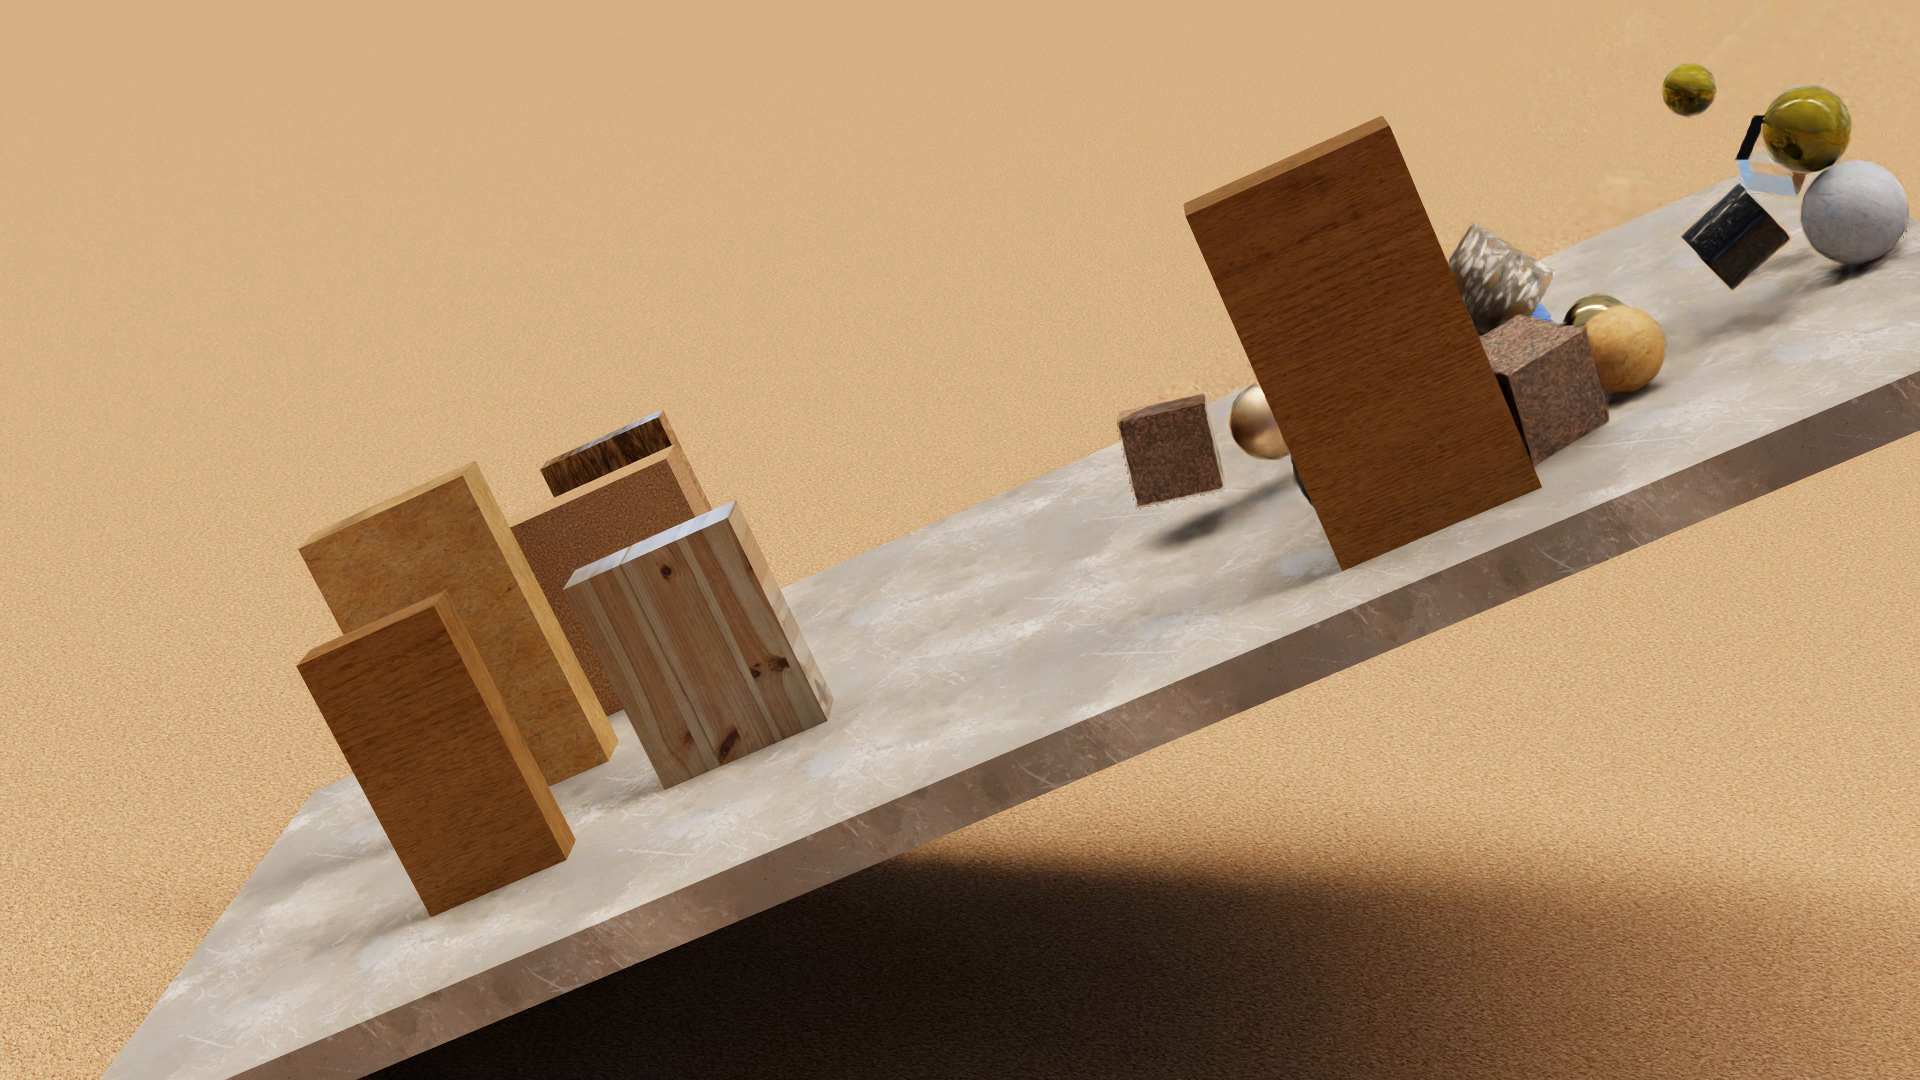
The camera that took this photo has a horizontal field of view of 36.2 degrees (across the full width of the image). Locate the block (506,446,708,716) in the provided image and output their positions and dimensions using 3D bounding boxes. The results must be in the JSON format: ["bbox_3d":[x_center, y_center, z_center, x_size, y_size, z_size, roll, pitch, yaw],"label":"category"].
[{"bbox_3d":[-0.763,0.103,6.874,0.439,0.502,0.136,-23,13,9],"label":"block"}]

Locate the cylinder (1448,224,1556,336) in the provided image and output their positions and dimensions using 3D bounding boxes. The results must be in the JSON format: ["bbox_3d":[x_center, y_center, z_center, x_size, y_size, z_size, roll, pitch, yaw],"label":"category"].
[{"bbox_3d":[1.082,-0.516,6.011,0.192,0.192,0.192,31,20,3],"label":"cylinder"}]

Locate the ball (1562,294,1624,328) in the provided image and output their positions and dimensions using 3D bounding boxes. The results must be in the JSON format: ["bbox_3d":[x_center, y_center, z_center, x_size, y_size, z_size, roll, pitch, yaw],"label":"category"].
[{"bbox_3d":[1.286,-0.425,5.930,0.143,0.143,0.143,0,15,0],"label":"ball"}]

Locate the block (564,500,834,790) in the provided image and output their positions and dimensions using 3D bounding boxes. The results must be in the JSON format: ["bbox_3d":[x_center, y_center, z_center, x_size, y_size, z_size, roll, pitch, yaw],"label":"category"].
[{"bbox_3d":[-0.535,0.217,6.066,0.373,0.472,0.144,-23,13,9],"label":"block"}]

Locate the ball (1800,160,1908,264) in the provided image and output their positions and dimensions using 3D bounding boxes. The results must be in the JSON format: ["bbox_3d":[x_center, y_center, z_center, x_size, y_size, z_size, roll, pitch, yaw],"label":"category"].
[{"bbox_3d":[1.758,-0.645,5.782,0.203,0.203,0.203,0,15,0],"label":"ball"}]

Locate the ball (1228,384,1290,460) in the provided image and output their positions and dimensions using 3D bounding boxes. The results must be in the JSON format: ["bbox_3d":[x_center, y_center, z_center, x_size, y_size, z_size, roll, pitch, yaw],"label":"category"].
[{"bbox_3d":[0.644,-0.248,6.137,0.165,0.165,0.165,0,15,0],"label":"ball"}]

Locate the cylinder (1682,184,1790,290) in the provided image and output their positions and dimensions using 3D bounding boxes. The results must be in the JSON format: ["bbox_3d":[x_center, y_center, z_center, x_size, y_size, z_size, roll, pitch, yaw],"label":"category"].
[{"bbox_3d":[1.510,-0.589,5.725,0.147,0.147,0.147,43,15,-14],"label":"cylinder"}]

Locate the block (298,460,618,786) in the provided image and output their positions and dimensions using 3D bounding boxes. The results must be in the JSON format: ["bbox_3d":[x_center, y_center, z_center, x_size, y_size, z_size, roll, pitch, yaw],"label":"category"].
[{"bbox_3d":[-1.105,0.236,6.517,0.406,0.712,0.137,-23,13,9],"label":"block"}]

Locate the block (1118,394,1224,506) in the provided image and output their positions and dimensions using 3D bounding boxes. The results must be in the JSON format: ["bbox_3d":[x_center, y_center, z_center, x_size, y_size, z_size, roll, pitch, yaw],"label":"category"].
[{"bbox_3d":[0.441,-0.188,6.112,0.179,0.179,0.179,-12,8,8],"label":"block"}]

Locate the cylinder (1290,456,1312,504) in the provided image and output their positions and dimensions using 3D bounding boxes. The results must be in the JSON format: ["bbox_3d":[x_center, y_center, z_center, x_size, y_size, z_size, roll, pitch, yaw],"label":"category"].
[{"bbox_3d":[0.790,-0.173,5.717,0.210,0.210,0.210,-14,3,42],"label":"cylinder"}]

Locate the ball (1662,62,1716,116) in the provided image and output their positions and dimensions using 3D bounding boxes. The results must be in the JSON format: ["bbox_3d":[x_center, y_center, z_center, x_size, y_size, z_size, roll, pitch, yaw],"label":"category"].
[{"bbox_3d":[1.511,-0.932,6.094,0.111,0.111,0.111,0,15,0],"label":"ball"}]

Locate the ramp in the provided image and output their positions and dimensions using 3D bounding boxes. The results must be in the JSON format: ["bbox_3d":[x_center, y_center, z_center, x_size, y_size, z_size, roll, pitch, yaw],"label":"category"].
[{"bbox_3d":[0.134,0.169,6.283,4.000,0.100,2.000,-23,13,9],"label":"ramp"}]

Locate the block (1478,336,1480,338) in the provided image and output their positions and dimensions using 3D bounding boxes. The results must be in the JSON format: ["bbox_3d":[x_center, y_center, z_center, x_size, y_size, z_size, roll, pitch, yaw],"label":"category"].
[{"bbox_3d":[0.986,-0.366,6.055,0.168,0.168,0.168,30,7,-11],"label":"block"}]

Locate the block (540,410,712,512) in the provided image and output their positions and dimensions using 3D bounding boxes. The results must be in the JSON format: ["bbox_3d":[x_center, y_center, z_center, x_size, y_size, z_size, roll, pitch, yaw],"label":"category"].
[{"bbox_3d":[-0.747,0.001,7.132,0.318,0.552,0.082,-23,13,9],"label":"block"}]

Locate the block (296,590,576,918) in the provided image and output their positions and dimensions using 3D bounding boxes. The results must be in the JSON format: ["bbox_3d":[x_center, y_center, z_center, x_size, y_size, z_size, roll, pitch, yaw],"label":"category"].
[{"bbox_3d":[-1.051,0.432,5.927,0.310,0.584,0.112,-23,13,9],"label":"block"}]

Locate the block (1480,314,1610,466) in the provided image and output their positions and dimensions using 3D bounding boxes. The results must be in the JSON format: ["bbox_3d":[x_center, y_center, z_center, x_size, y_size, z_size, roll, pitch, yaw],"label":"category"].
[{"bbox_3d":[1.074,-0.285,5.578,0.194,0.194,0.194,-30,25,-21],"label":"block"}]

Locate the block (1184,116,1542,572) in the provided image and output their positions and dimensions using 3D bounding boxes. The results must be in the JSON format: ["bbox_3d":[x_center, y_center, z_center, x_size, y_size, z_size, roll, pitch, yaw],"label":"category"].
[{"bbox_3d":[0.737,-0.357,5.389,0.394,0.723,0.146,-23,13,9],"label":"block"}]

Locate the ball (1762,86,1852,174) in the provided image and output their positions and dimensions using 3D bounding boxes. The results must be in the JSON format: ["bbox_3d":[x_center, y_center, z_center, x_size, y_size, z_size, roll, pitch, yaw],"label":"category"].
[{"bbox_3d":[1.665,-0.808,5.787,0.172,0.172,0.172,0,15,0],"label":"ball"}]

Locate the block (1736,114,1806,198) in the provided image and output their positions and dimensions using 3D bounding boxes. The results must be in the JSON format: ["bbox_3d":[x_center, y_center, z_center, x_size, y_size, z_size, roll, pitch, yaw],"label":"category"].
[{"bbox_3d":[1.667,-0.784,6.010,0.110,0.110,0.110,15,-21,32],"label":"block"}]

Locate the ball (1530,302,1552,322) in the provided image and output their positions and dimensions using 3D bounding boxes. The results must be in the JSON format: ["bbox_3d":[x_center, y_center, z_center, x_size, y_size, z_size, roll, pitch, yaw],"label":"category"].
[{"bbox_3d":[1.172,-0.443,6.195,0.151,0.151,0.151,0,15,0],"label":"ball"}]

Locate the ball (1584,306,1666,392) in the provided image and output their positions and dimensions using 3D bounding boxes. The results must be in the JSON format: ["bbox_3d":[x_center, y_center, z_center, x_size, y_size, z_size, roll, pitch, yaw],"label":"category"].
[{"bbox_3d":[1.274,-0.368,5.671,0.168,0.168,0.168,0,15,0],"label":"ball"}]
